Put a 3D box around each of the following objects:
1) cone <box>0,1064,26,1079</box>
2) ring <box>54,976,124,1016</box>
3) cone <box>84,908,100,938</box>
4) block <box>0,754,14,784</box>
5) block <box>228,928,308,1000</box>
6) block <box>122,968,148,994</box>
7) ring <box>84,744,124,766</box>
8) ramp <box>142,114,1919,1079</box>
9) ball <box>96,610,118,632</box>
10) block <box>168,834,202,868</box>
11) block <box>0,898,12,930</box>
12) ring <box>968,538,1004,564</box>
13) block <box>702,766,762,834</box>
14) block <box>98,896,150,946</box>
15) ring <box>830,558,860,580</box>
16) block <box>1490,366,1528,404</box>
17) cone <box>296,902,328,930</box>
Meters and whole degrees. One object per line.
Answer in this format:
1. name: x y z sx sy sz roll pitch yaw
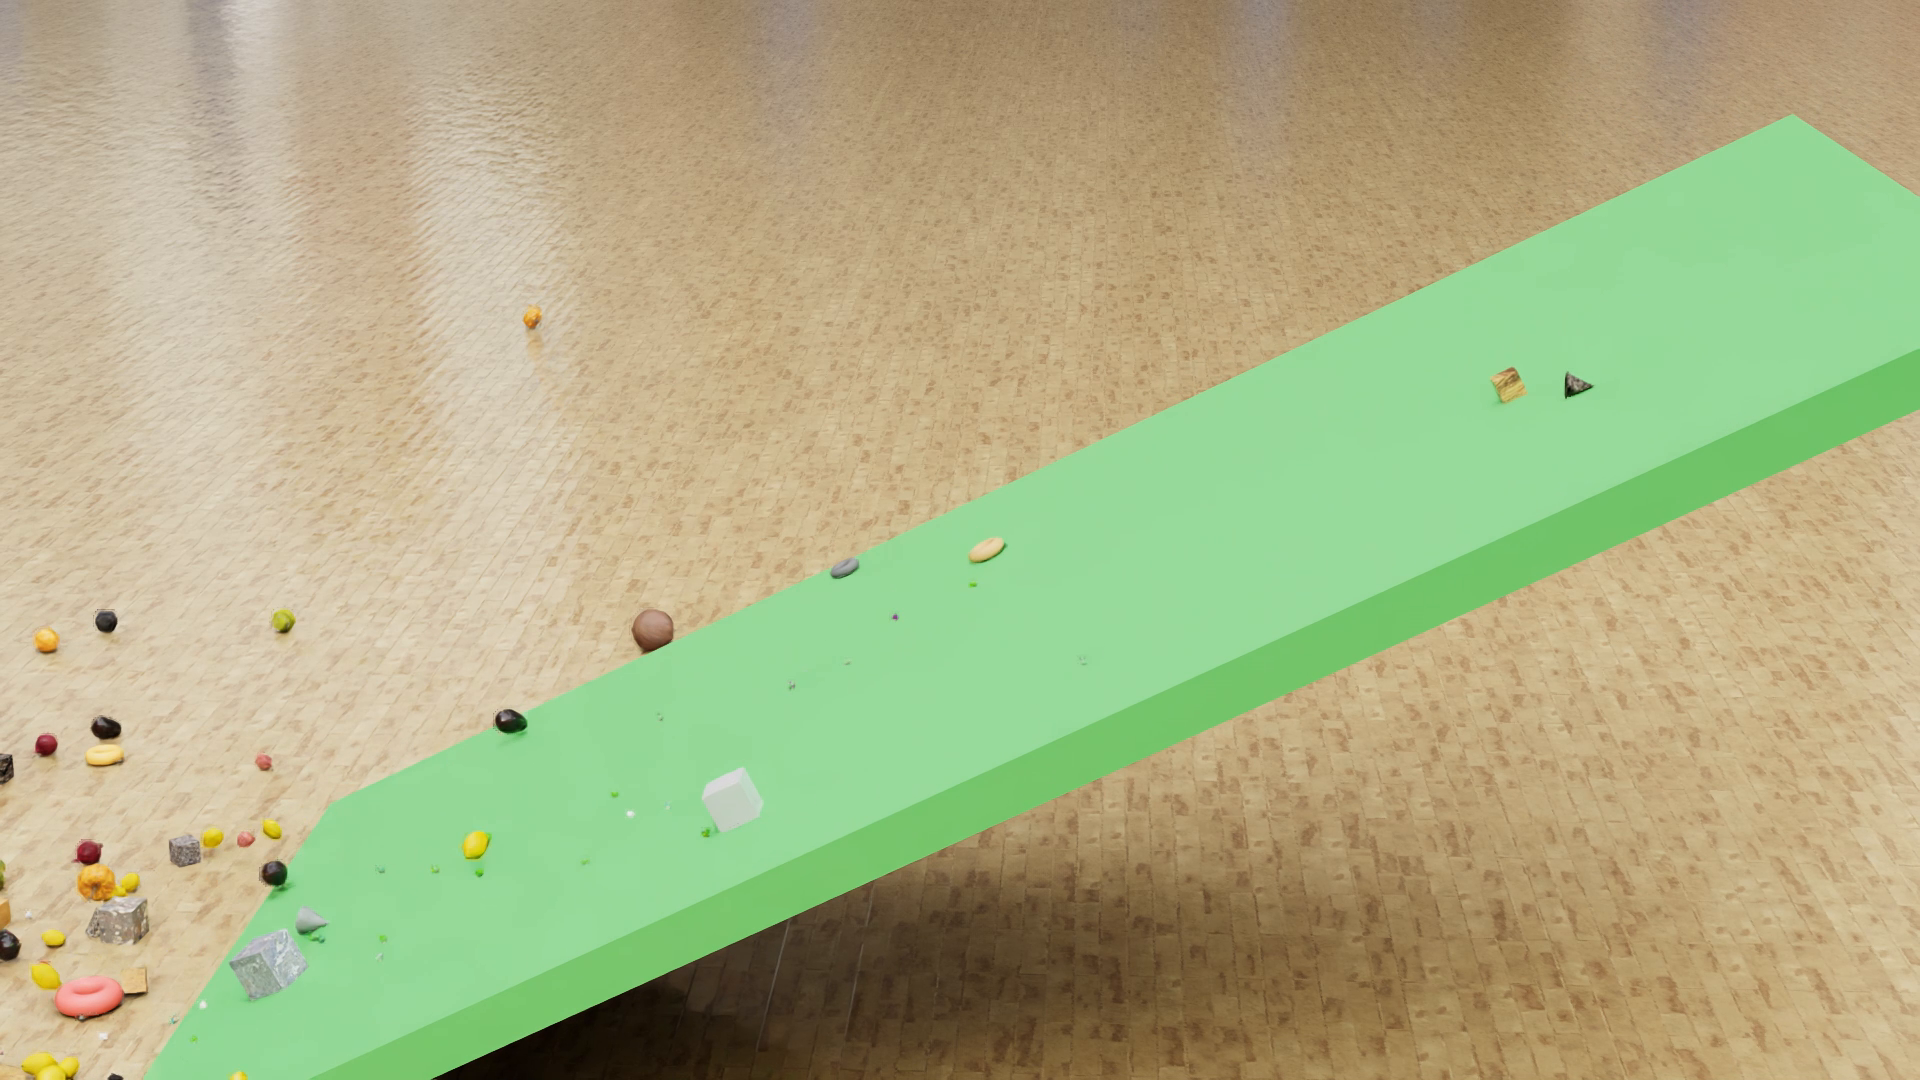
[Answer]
1. cone: -2.027 1.119 6.175 0.091 0.091 0.091 -10 45 10
2. ring: -1.960 1.027 6.619 0.150 0.050 0.150 -1 16 0
3. cone: -2.054 0.903 7.007 0.065 0.065 0.065 0 17 0
4. block: -2.608 0.619 7.964 0.064 0.064 0.064 3 17 9
5. block: -1.467 0.901 6.242 0.098 0.098 0.098 -20 16 30
6. block: -1.874 1.000 6.677 0.052 0.052 0.052 -3 -5 -11
7. ring: -2.358 0.592 8.106 0.105 0.035 0.105 -1 15 0
8. ramp: 0.139 0.168 6.281 4.000 0.100 2.000 -25 14 10
9. ball: -2.666 0.254 9.186 0.068 0.068 0.068 0 17 0
10. block: -1.956 0.784 7.421 0.058 0.058 0.058 -12 21 -36
11. block: -2.317 0.896 7.041 0.060 0.060 0.060 4 17 12
12. ring: 0.059 0.023 6.690 0.089 0.030 0.089 -27 13 7
13. block: -0.445 0.509 5.753 0.083 0.083 0.083 -25 14 9
14. block: -1.983 0.903 6.976 0.084 0.084 0.084 3 17 9
15. ring: -0.281 0.069 7.185 0.078 0.026 0.078 -26 15 7
16. block: 1.096 -0.309 5.875 0.051 0.051 0.051 -26 14 6
17. cone: -1.423 0.845 6.506 0.067 0.067 0.067 23 23 17
